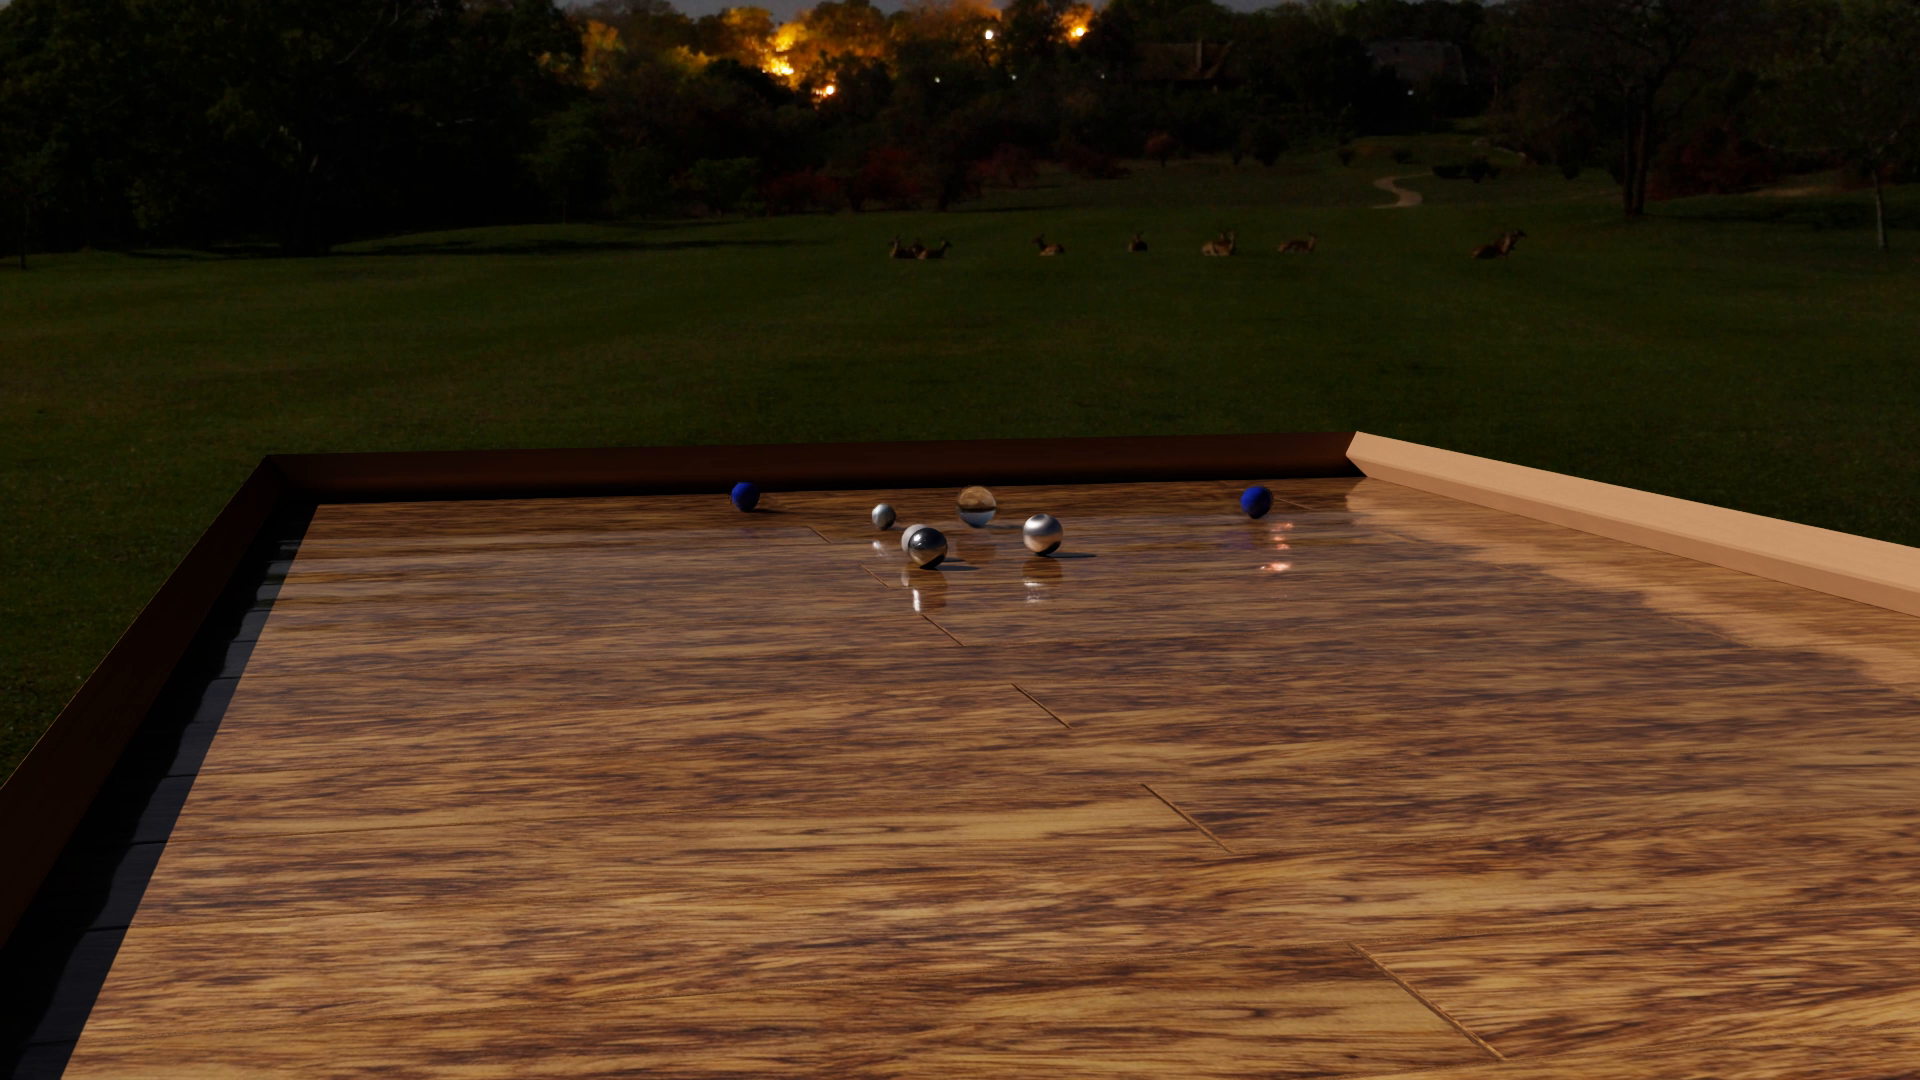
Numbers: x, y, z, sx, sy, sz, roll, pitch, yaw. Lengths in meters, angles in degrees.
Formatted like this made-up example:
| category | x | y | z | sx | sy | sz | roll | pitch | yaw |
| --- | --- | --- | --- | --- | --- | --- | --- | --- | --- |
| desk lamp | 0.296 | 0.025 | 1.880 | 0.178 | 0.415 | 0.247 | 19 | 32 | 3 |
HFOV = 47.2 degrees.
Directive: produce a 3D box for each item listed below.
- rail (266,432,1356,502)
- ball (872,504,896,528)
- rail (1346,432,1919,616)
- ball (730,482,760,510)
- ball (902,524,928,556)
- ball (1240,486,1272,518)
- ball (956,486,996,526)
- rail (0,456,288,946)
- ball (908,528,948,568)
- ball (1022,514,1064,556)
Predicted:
| category | x | y | z | sx | sy | sz | roll | pitch | yaw |
| --- | --- | --- | --- | --- | --- | --- | --- | --- | --- |
| rail | -0.245 | -0.158 | 4.671 | 2.354 | 0.094 | 0.045 | -2 | 8 | -13 |
| ball | -0.140 | -0.043 | 4.019 | 0.044 | 0.044 | 0.044 | 0 | 8 | 0 |
| rail | 1.373 | 0.091 | 2.849 | 0.045 | 0.094 | 4.369 | -2 | 8 | -13 |
| ball | -0.418 | -0.085 | 4.286 | 0.056 | 0.056 | 0.056 | 0 | 8 | 0 |
| ball | -0.067 | 0.003 | 3.627 | 0.059 | 0.059 | 0.059 | 0 | 8 | 0 |
| ball | 0.564 | -0.073 | 4.185 | 0.059 | 0.059 | 0.059 | 0 | 8 | 0 |
| ball | 0.030 | -0.062 | 4.054 | 0.073 | 0.073 | 0.073 | 0 | 8 | 0 |
| rail | -0.872 | 0.162 | 2.325 | 0.045 | 0.094 | 4.369 | -2 | 8 | -13 |
| ball | -0.052 | 0.013 | 3.537 | 0.065 | 0.065 | 0.065 | 0 | 8 | 0 |
| ball | 0.138 | -0.009 | 3.681 | 0.069 | 0.069 | 0.069 | 0 | 8 | 0 |
